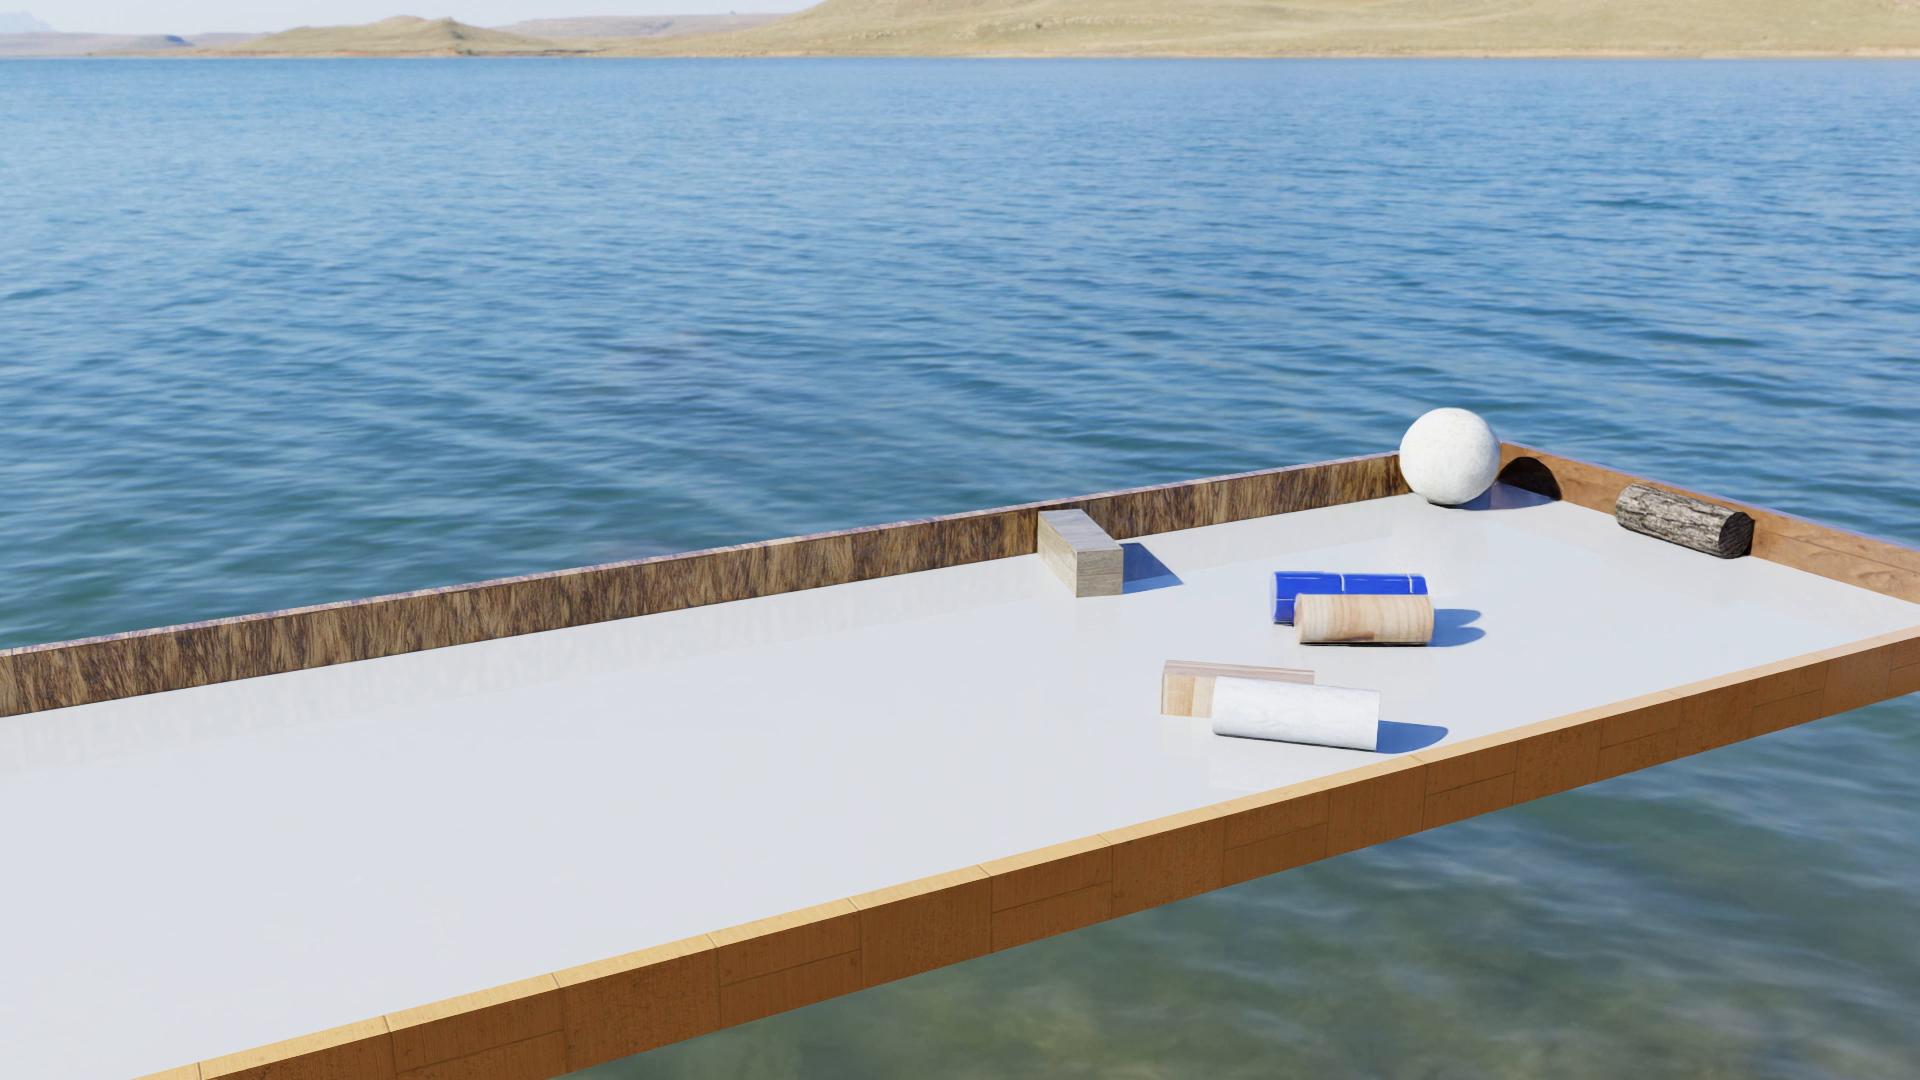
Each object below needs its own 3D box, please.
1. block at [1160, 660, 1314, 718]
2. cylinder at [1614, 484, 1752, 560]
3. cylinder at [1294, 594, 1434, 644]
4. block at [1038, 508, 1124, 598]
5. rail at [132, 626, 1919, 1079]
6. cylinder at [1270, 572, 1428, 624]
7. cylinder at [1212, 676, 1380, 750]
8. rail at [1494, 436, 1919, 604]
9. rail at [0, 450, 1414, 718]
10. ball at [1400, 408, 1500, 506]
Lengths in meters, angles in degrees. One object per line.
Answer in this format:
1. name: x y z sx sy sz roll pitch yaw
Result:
1. block: 0.662 0.364 3.935 0.353 0.103 0.103 3 17 12
2. cylinder: 2.319 -0.064 5.300 0.154 0.154 0.399 -8 18 -26
3. cylinder: 1.075 0.210 4.405 0.342 0.132 0.132 0 16 2
4. block: 0.359 0.035 4.988 0.139 0.139 0.450 -3 17 -11
5. rail: -2.336 1.006 1.665 12.000 0.150 0.050 -9 18 -27
6. cylinder: 1.069 0.163 4.552 0.407 0.139 0.139 1 16 4
7. cylinder: 0.769 0.394 3.774 0.366 0.135 0.135 5 17 15
8. rail: 2.466 -0.048 5.253 0.050 0.150 2.100 -9 18 -27
9. rail: -3.305 0.497 3.399 12.000 0.150 0.050 -9 18 -27
10. ball: 1.704 -0.290 5.740 0.339 0.339 0.339 0 16 0
